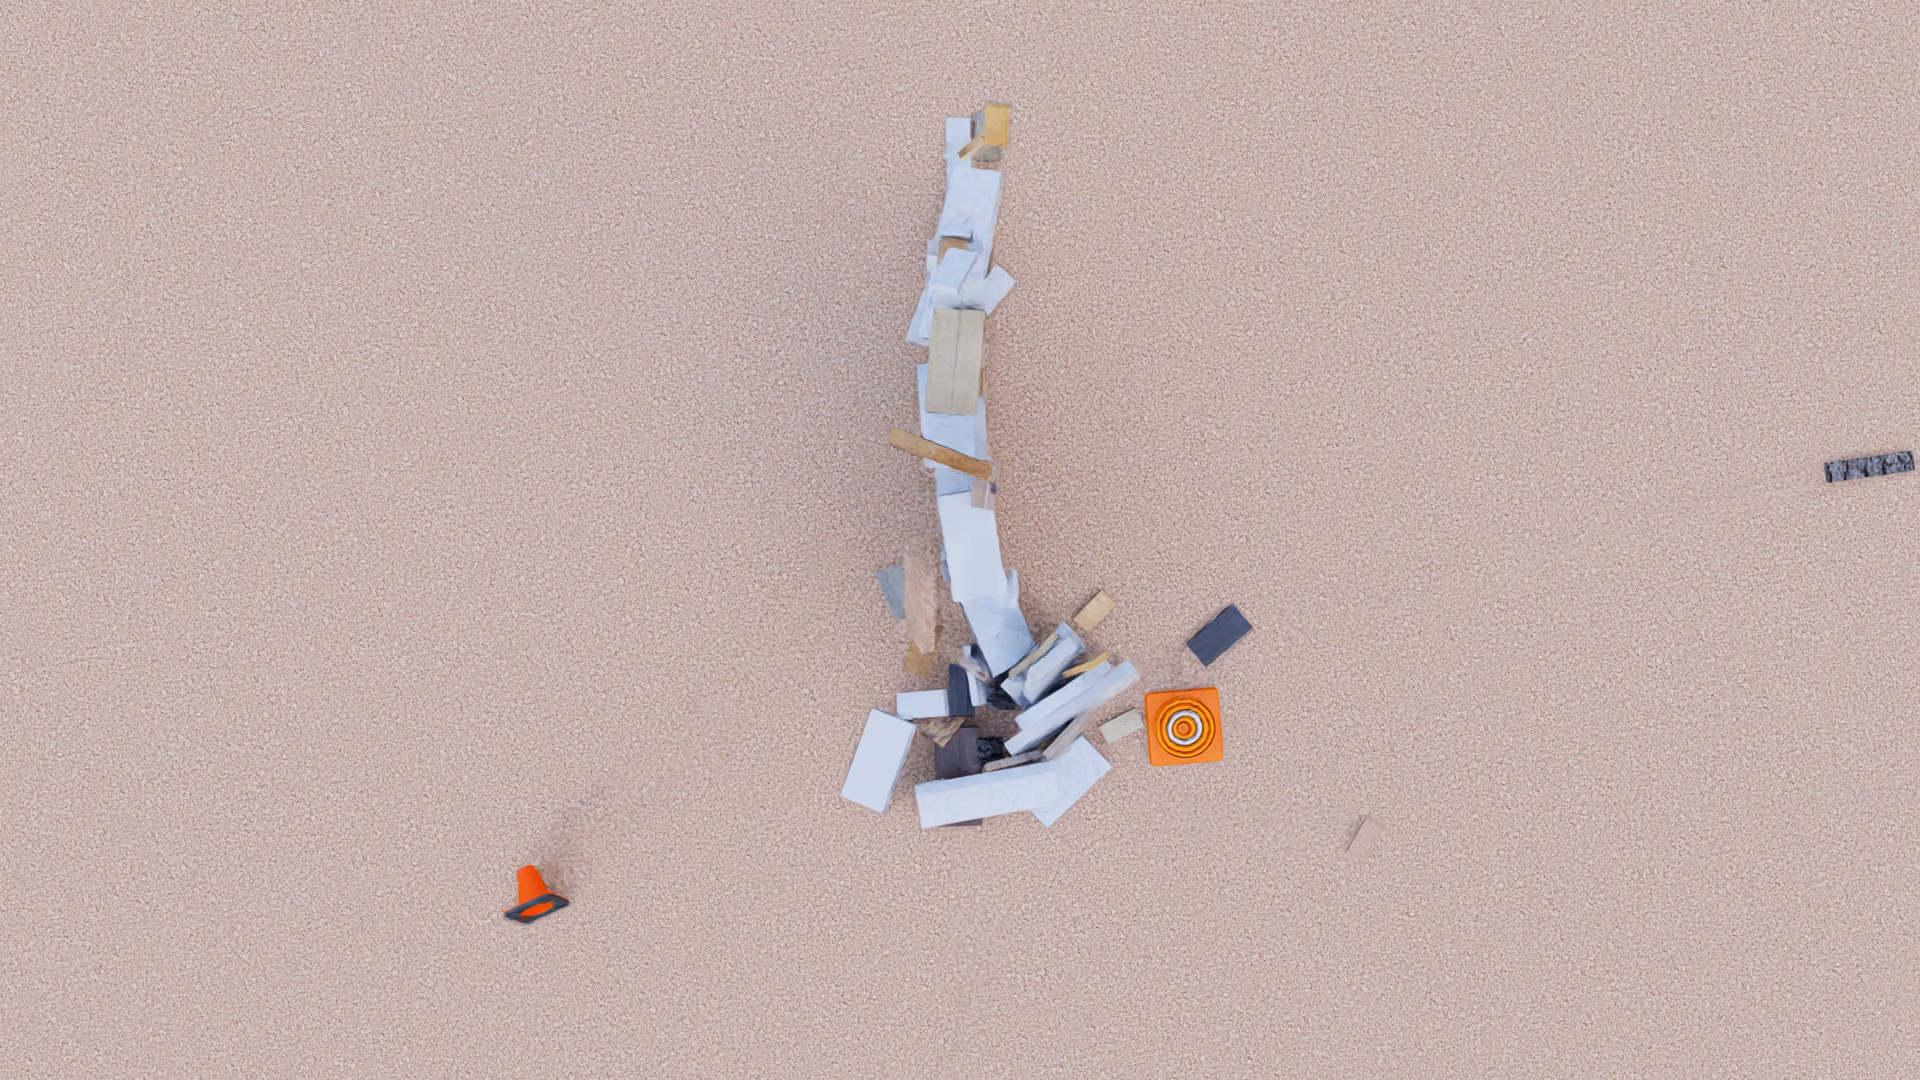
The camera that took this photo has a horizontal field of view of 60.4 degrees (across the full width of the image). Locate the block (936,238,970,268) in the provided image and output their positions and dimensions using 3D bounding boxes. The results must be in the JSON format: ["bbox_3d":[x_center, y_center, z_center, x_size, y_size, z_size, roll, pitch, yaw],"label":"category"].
[{"bbox_3d":[-0.022,-0.851,4.920,0.086,0.173,0.024,3,126,3],"label":"block"}]

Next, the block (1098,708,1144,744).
[{"bbox_3d":[0.538,0.619,5.490,0.136,0.019,0.068,-27,90,0],"label":"block"}]

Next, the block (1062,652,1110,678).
[{"bbox_3d":[0.398,0.395,5.222,0.075,0.149,0.021,-30,92,-41],"label":"block"}]

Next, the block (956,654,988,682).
[{"bbox_3d":[0.040,0.418,5.372,0.119,0.059,0.017,32,73,16],"label":"block"}]

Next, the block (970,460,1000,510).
[{"bbox_3d":[0.079,-0.171,5.097,0.075,0.021,0.149,7,89,12],"label":"block"}]

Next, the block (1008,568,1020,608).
[{"bbox_3d":[0.166,0.150,5.154,0.017,0.119,0.059,10,126,-10],"label":"block"}]

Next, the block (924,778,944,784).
[{"bbox_3d":[-0.073,0.862,5.449,0.067,0.019,0.133,-13,90,0],"label":"block"}]

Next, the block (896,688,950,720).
[{"bbox_3d":[-0.125,0.543,5.453,0.174,0.025,0.087,-7,88,23],"label":"block"}]

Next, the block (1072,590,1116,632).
[{"bbox_3d":[0.447,0.238,5.490,0.068,0.019,0.136,44,90,0],"label":"block"}]

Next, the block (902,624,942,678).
[{"bbox_3d":[-0.124,0.361,5.488,0.087,0.025,0.174,18,90,0],"label":"block"}]

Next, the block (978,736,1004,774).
[{"bbox_3d":[0.103,0.738,5.467,0.086,0.024,0.172,-3,90,-32],"label":"block"}]

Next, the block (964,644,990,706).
[{"bbox_3d":[0.064,0.442,5.451,0.028,0.099,0.199,-9,90,35],"label":"block"}]

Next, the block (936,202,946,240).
[{"bbox_3d":[-0.023,-1.038,5.402,0.084,0.024,0.167,15,90,22],"label":"block"}]

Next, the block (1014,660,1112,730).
[{"bbox_3d":[0.332,0.496,5.332,0.327,0.163,0.046,-38,87,39],"label":"block"}]

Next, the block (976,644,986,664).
[{"bbox_3d":[0.090,0.303,5.453,0.028,0.099,0.199,-7,90,42],"label":"block"}]

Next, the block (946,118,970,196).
[{"bbox_3d":[-0.005,-1.078,5.489,0.080,0.023,0.645,0,90,0],"label":"block"}]

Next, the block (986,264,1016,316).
[{"bbox_3d":[0.100,-0.820,5.465,0.086,0.024,0.173,40,77,-5],"label":"block"}]

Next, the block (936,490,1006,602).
[{"bbox_3d":[0.036,0.016,5.161,0.167,0.047,0.334,-9,94,-4],"label":"block"}]

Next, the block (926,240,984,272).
[{"bbox_3d":[-0.017,-0.882,5.110,0.169,0.338,0.048,0,109,-1],"label":"block"}]

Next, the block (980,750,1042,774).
[{"bbox_3d":[0.169,0.747,5.417,0.203,0.102,0.029,-12,58,-21],"label":"block"}]

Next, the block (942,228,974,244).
[{"bbox_3d":[-0.007,-0.931,5.047,0.086,0.173,0.024,2,94,3],"label":"block"}]

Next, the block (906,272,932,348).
[{"bbox_3d":[-0.076,-0.820,5.442,0.084,0.024,0.365,19,88,22],"label":"block"}]

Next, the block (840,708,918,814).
[{"bbox_3d":[-0.268,0.729,5.455,0.154,0.044,0.308,20,91,17],"label":"block"}]

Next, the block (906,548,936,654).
[{"bbox_3d":[-0.126,0.193,5.232,0.044,0.154,0.308,-13,130,-17],"label":"block"}]

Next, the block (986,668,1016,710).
[{"bbox_3d":[0.148,0.461,5.458,0.099,0.028,0.199,8,90,-38],"label":"block"}]

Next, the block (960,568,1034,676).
[{"bbox_3d":[0.110,0.248,5.312,0.167,0.047,0.376,-28,119,-8],"label":"block"}]

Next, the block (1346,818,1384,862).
[{"bbox_3d":[1.347,0.998,5.490,0.068,0.019,0.136,31,90,0],"label":"block"}]

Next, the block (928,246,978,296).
[{"bbox_3d":[-0.019,-0.784,4.803,0.086,0.024,0.173,16,50,13],"label":"block"}]

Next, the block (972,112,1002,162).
[{"bbox_3d":[0.091,-1.342,5.489,0.080,0.023,0.159,-6,90,0],"label":"block"}]

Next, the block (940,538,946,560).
[{"bbox_3d":[0.010,-0.049,5.255,0.118,0.033,0.236,6,82,1],"label":"block"}]

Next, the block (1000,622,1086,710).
[{"bbox_3d":[0.275,0.415,5.419,0.295,0.148,0.042,-45,53,-4],"label":"block"}]

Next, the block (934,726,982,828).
[{"bbox_3d":[-0.006,0.785,5.479,0.148,0.042,0.326,-2,90,0],"label":"block"}]

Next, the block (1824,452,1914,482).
[{"bbox_3d":[3.027,-0.243,5.491,0.288,0.019,0.067,-8,90,0],"label":"block"}]

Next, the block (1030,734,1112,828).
[{"bbox_3d":[0.346,0.799,5.479,0.295,0.042,0.148,-44,90,0],"label":"block"}]

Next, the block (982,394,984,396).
[{"bbox_3d":[0.009,-0.339,5.278,0.144,0.041,0.289,-3,76,-1],"label":"block"}]

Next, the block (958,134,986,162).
[{"bbox_3d":[0.037,-1.259,5.290,0.096,0.048,0.014,-37,128,16],"label":"block"}]

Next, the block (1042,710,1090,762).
[{"bbox_3d":[0.345,0.657,5.417,0.029,0.102,0.203,40,70,17],"label":"block"}]

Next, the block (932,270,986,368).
[{"bbox_3d":[-0.001,-0.690,5.170,0.160,0.372,0.045,3,50,3],"label":"block"}]

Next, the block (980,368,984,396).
[{"bbox_3d":[0.004,-0.544,5.317,0.144,0.041,0.289,1,49,2],"label":"block"}]

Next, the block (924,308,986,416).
[{"bbox_3d":[-0.015,-0.547,5.072,0.160,0.045,0.320,5,90,7],"label":"block"}]

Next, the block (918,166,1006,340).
[{"bbox_3d":[0.007,-0.919,5.340,0.169,0.048,0.564,12,91,22],"label":"block"}]

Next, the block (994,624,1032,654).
[{"bbox_3d":[0.172,0.323,5.330,0.119,0.017,0.059,26,103,-28],"label":"block"}]

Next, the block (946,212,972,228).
[{"bbox_3d":[-0.009,-1.003,5.241,0.048,0.014,0.096,22,67,37],"label":"block"}]

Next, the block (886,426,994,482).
[{"bbox_3d":[-0.057,-0.257,4.932,0.169,0.338,0.048,25,94,31],"label":"block"}]

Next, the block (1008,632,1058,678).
[{"bbox_3d":[0.226,0.363,5.175,0.021,0.380,0.075,43,70,1],"label":"block"}]

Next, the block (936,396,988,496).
[{"bbox_3d":[0.002,-0.280,5.193,0.167,0.047,0.334,-4,94,0],"label":"block"}]

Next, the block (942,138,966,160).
[{"bbox_3d":[-0.019,-1.255,5.281,0.014,0.096,0.048,30,73,-22],"label":"block"}]

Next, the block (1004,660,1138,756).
[{"bbox_3d":[0.368,0.560,5.420,0.489,0.154,0.044,-34,72,0],"label":"block"}]

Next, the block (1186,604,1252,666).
[{"bbox_3d":[0.861,0.318,5.486,0.203,0.029,0.102,-41,90,0],"label":"block"}]

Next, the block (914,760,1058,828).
[{"bbox_3d":[0.089,0.831,5.375,0.456,0.046,0.163,-10,131,-3],"label":"block"}]

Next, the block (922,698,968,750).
[{"bbox_3d":[-0.038,0.597,5.455,0.086,0.024,0.172,35,74,13],"label":"block"}]

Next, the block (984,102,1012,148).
[{"bbox_3d":[0.120,-1.335,5.303,0.080,0.159,0.023,7,55,2],"label":"block"}]

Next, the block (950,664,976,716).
[{"bbox_3d":[0.008,0.498,5.462,0.086,0.024,0.172,0,72,0],"label":"block"}]

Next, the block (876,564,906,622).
[{"bbox_3d":[-0.208,0.175,5.488,0.087,0.025,0.174,-22,90,0],"label":"block"}]

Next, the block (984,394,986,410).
[{"bbox_3d":[0.010,-0.416,5.351,0.144,0.041,0.354,-2,72,-1],"label":"block"}]

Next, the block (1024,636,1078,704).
[{"bbox_3d":[0.287,0.419,5.257,0.163,0.327,0.046,-38,75,-13],"label":"block"}]

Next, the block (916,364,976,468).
[{"bbox_3d":[-0.042,-0.390,5.136,0.160,0.045,0.320,-4,93,0],"label":"block"}]

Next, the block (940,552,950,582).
[{"bbox_3d":[-0.001,0.085,5.383,0.118,0.236,0.033,-3,73,0],"label":"block"}]
